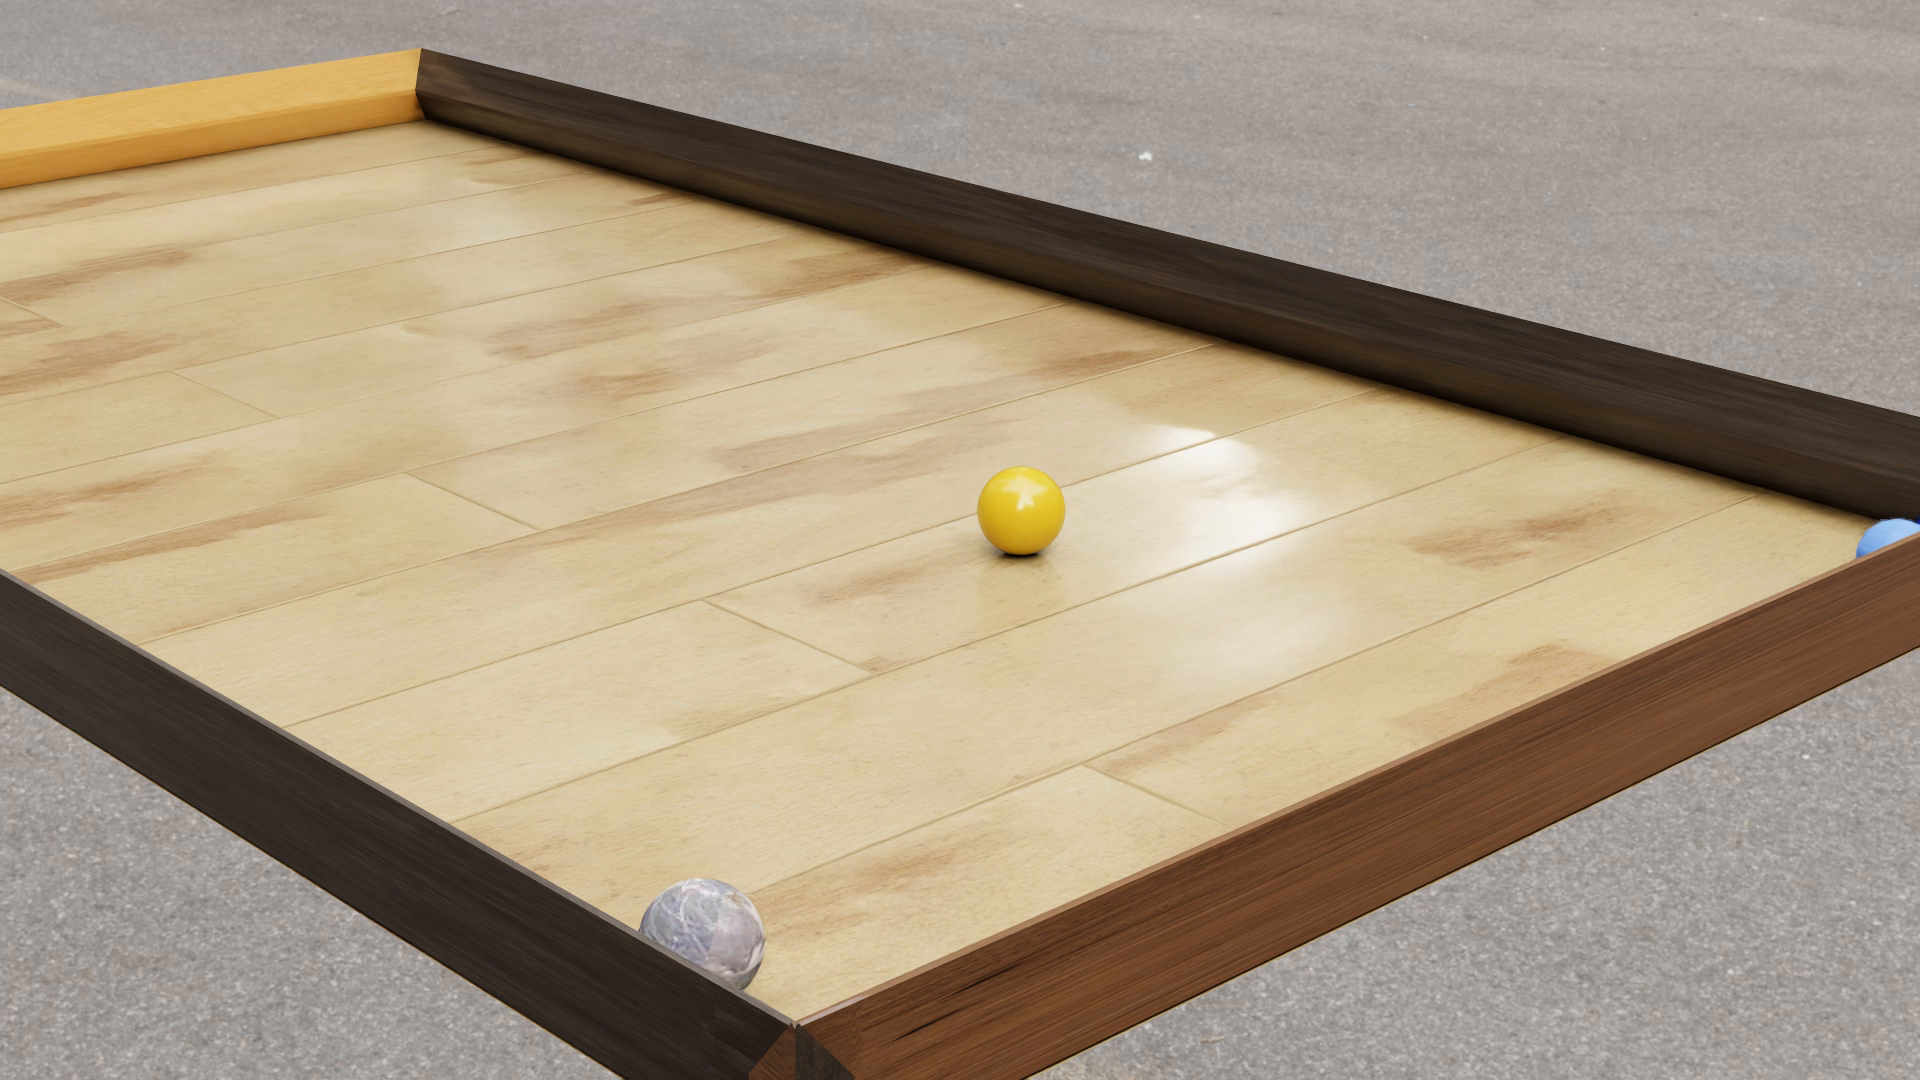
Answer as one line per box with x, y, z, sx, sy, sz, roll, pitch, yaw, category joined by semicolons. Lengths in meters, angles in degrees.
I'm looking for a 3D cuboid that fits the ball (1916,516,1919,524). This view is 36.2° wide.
0.940;-0.004;2.776;0.075;0.075;0.075;0;20;0;ball

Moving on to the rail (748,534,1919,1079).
0.464;0.154;2.285;1.572;0.113;0.045;-17;26;-40;rail

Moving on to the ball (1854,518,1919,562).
0.865;0.018;2.715;0.075;0.075;0.075;0;20;0;ball

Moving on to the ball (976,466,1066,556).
0.059;-0.028;2.827;0.086;0.086;0.086;0;20;0;ball

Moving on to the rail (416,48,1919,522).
0.081;-0.373;3.732;0.045;0.113;2.831;-17;26;-40;rail

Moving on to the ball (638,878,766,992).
-0.176;0.273;1.997;0.087;0.087;0.087;0;20;0;ball

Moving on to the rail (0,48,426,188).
-1.423;-0.546;4.208;1.572;0.113;0.045;-17;26;-40;rail

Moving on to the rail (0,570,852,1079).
-1.040;-0.020;2.761;0.045;0.113;2.831;-17;26;-40;rail
